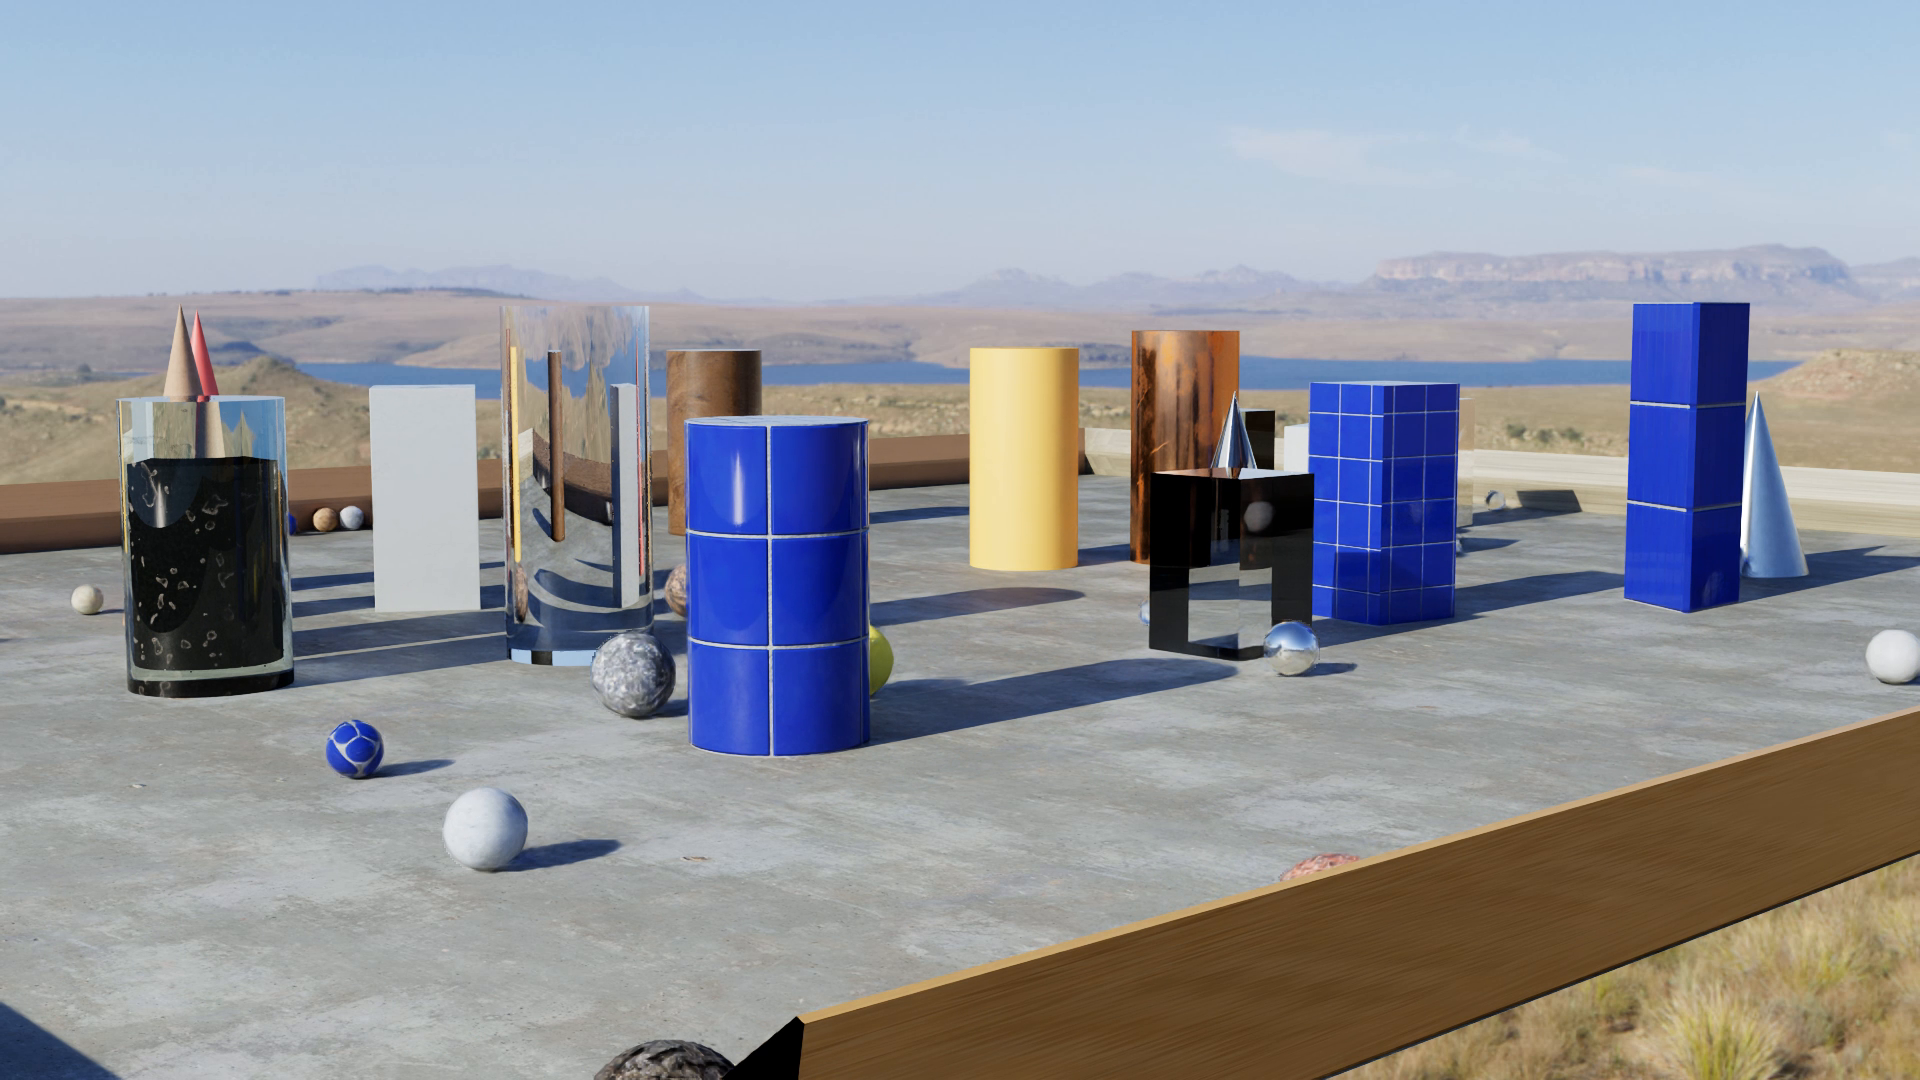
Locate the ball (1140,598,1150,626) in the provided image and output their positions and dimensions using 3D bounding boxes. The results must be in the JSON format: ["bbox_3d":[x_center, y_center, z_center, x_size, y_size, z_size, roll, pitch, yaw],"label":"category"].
[{"bbox_3d":[0.271,0.100,3.072,0.042,0.042,0.042,0,6,0],"label":"ball"}]

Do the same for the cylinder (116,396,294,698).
[{"bbox_3d":[-0.887,0.003,2.588,0.187,0.338,0.187,0,6,0],"label":"cylinder"}]

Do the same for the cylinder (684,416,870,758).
[{"bbox_3d":[-0.187,0.042,2.256,0.187,0.330,0.187,0,6,0],"label":"cylinder"}]

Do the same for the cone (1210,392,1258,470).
[{"bbox_3d":[0.432,-0.079,3.477,0.187,0.313,0.187,0,6,0],"label":"cone"}]

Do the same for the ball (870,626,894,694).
[{"bbox_3d":[-0.119,0.137,2.513,0.086,0.086,0.086,0,6,0],"label":"ball"}]

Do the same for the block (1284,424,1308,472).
[{"bbox_3d":[0.665,-0.082,3.864,0.150,0.238,0.150,3,7,27],"label":"block"}]

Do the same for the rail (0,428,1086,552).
[{"bbox_3d":[-1.117,-0.096,4.536,3.995,0.122,0.045,-6,8,-42],"label":"rail"}]

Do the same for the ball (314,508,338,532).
[{"bbox_3d":[-1.261,-0.040,4.370,0.048,0.048,0.048,0,6,0],"label":"ball"}]

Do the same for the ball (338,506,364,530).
[{"bbox_3d":[-1.217,-0.044,4.398,0.049,0.049,0.049,0,6,0],"label":"ball"}]

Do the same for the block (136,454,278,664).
[{"bbox_3d":[-0.963,0.021,2.824,0.150,0.251,0.150,-1,6,-13],"label":"block"}]

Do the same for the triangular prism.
[{"bbox_3d":[1.067,-0.129,3.290,0.141,0.451,0.162,6,9,45],"label":"triangular prism"}]

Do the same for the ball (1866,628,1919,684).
[{"bbox_3d":[1.108,0.138,2.605,0.066,0.066,0.066,0,6,0],"label":"ball"}]

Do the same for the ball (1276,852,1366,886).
[{"bbox_3d":[0.244,0.249,1.420,0.094,0.094,0.094,0,6,0],"label":"ball"}]

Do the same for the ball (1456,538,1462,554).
[{"bbox_3d":[0.874,0.011,3.926,0.040,0.040,0.040,0,6,0],"label":"ball"}]

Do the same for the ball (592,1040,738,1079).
[{"bbox_3d":[-0.142,0.288,1.064,0.091,0.091,0.091,0,6,0],"label":"ball"}]

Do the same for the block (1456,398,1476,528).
[{"bbox_3d":[0.941,-0.157,4.472,0.150,0.260,0.150,5,8,40],"label":"block"}]

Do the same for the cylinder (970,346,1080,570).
[{"bbox_3d":[0.111,-0.144,3.799,0.187,0.374,0.187,0,6,0],"label":"cylinder"}]

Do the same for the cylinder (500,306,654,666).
[{"bbox_3d":[-0.488,-0.075,2.808,0.187,0.446,0.187,0,6,0],"label":"cylinder"}]

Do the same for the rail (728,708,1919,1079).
[{"bbox_3d":[1.117,0.159,2.128,3.995,0.122,0.045,-6,8,-42],"label":"rail"}]

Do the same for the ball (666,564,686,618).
[{"bbox_3d":[-0.380,0.072,3.143,0.083,0.083,0.083,0,6,0],"label":"ball"}]

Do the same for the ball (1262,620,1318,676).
[{"bbox_3d":[0.400,0.131,2.662,0.067,0.067,0.067,0,6,0],"label":"ball"}]

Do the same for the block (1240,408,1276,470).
[{"bbox_3d":[0.510,-0.133,4.315,0.150,0.245,0.150,-5,8,-37],"label":"block"}]

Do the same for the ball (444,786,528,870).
[{"bbox_3d":[-0.376,0.229,1.745,0.066,0.066,0.066,0,6,0],"label":"ball"}]

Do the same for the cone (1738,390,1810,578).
[{"bbox_3d":[1.340,-0.100,3.710,0.187,0.307,0.187,0,6,0],"label":"cone"}]

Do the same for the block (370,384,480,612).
[{"bbox_3d":[-0.798,-0.066,3.287,0.150,0.327,0.150,-1,6,-12],"label":"block"}]

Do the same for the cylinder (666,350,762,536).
[{"bbox_3d":[-0.484,-0.194,4.342,0.187,0.361,0.187,0,6,0],"label":"cylinder"}]

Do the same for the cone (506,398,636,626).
[{"bbox_3d":[-0.563,-0.047,3.165,0.187,0.316,0.187,0,6,0],"label":"cone"}]

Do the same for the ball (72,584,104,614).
[{"bbox_3d":[-1.268,0.086,3.197,0.044,0.044,0.044,0,6,0],"label":"ball"}]

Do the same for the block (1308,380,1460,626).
[{"bbox_3d":[0.607,-0.058,3.168,0.150,0.336,0.150,-4,7,-34],"label":"block"}]

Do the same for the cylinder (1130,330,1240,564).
[{"bbox_3d":[0.393,-0.164,3.857,0.187,0.403,0.187,0,6,0],"label":"cylinder"}]

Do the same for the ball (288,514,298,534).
[{"bbox_3d":[-1.315,-0.030,4.286,0.046,0.046,0.046,0,6,0],"label":"ball"}]

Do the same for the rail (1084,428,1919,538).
[{"bbox_3d":[1.451,-0.109,4.663,0.045,0.122,3.342,-6,8,-42],"label":"rail"}]

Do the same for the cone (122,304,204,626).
[{"bbox_3d":[-1.096,-0.110,3.114,0.187,0.452,0.187,0,6,0],"label":"cone"}]

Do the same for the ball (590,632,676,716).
[{"bbox_3d":[-0.356,0.146,2.397,0.092,0.092,0.092,0,6,0],"label":"ball"}]

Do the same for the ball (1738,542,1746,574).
[{"bbox_3d":[1.229,0.027,3.565,0.084,0.084,0.084,0,6,0],"label":"ball"}]

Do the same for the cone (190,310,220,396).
[{"bbox_3d":[-1.179,-0.138,3.421,0.187,0.442,0.187,0,6,0],"label":"cone"}]

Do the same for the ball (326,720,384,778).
[{"bbox_3d":[-0.574,0.198,2.088,0.054,0.054,0.054,0,6,0],"label":"ball"}]

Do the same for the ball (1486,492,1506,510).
[{"bbox_3d":[1.176,-0.085,4.826,0.042,0.042,0.042,0,6,0],"label":"ball"}]

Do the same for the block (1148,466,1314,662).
[{"bbox_3d":[0.353,0.028,2.861,0.150,0.231,0.150,-6,8,-43],"label":"block"}]
